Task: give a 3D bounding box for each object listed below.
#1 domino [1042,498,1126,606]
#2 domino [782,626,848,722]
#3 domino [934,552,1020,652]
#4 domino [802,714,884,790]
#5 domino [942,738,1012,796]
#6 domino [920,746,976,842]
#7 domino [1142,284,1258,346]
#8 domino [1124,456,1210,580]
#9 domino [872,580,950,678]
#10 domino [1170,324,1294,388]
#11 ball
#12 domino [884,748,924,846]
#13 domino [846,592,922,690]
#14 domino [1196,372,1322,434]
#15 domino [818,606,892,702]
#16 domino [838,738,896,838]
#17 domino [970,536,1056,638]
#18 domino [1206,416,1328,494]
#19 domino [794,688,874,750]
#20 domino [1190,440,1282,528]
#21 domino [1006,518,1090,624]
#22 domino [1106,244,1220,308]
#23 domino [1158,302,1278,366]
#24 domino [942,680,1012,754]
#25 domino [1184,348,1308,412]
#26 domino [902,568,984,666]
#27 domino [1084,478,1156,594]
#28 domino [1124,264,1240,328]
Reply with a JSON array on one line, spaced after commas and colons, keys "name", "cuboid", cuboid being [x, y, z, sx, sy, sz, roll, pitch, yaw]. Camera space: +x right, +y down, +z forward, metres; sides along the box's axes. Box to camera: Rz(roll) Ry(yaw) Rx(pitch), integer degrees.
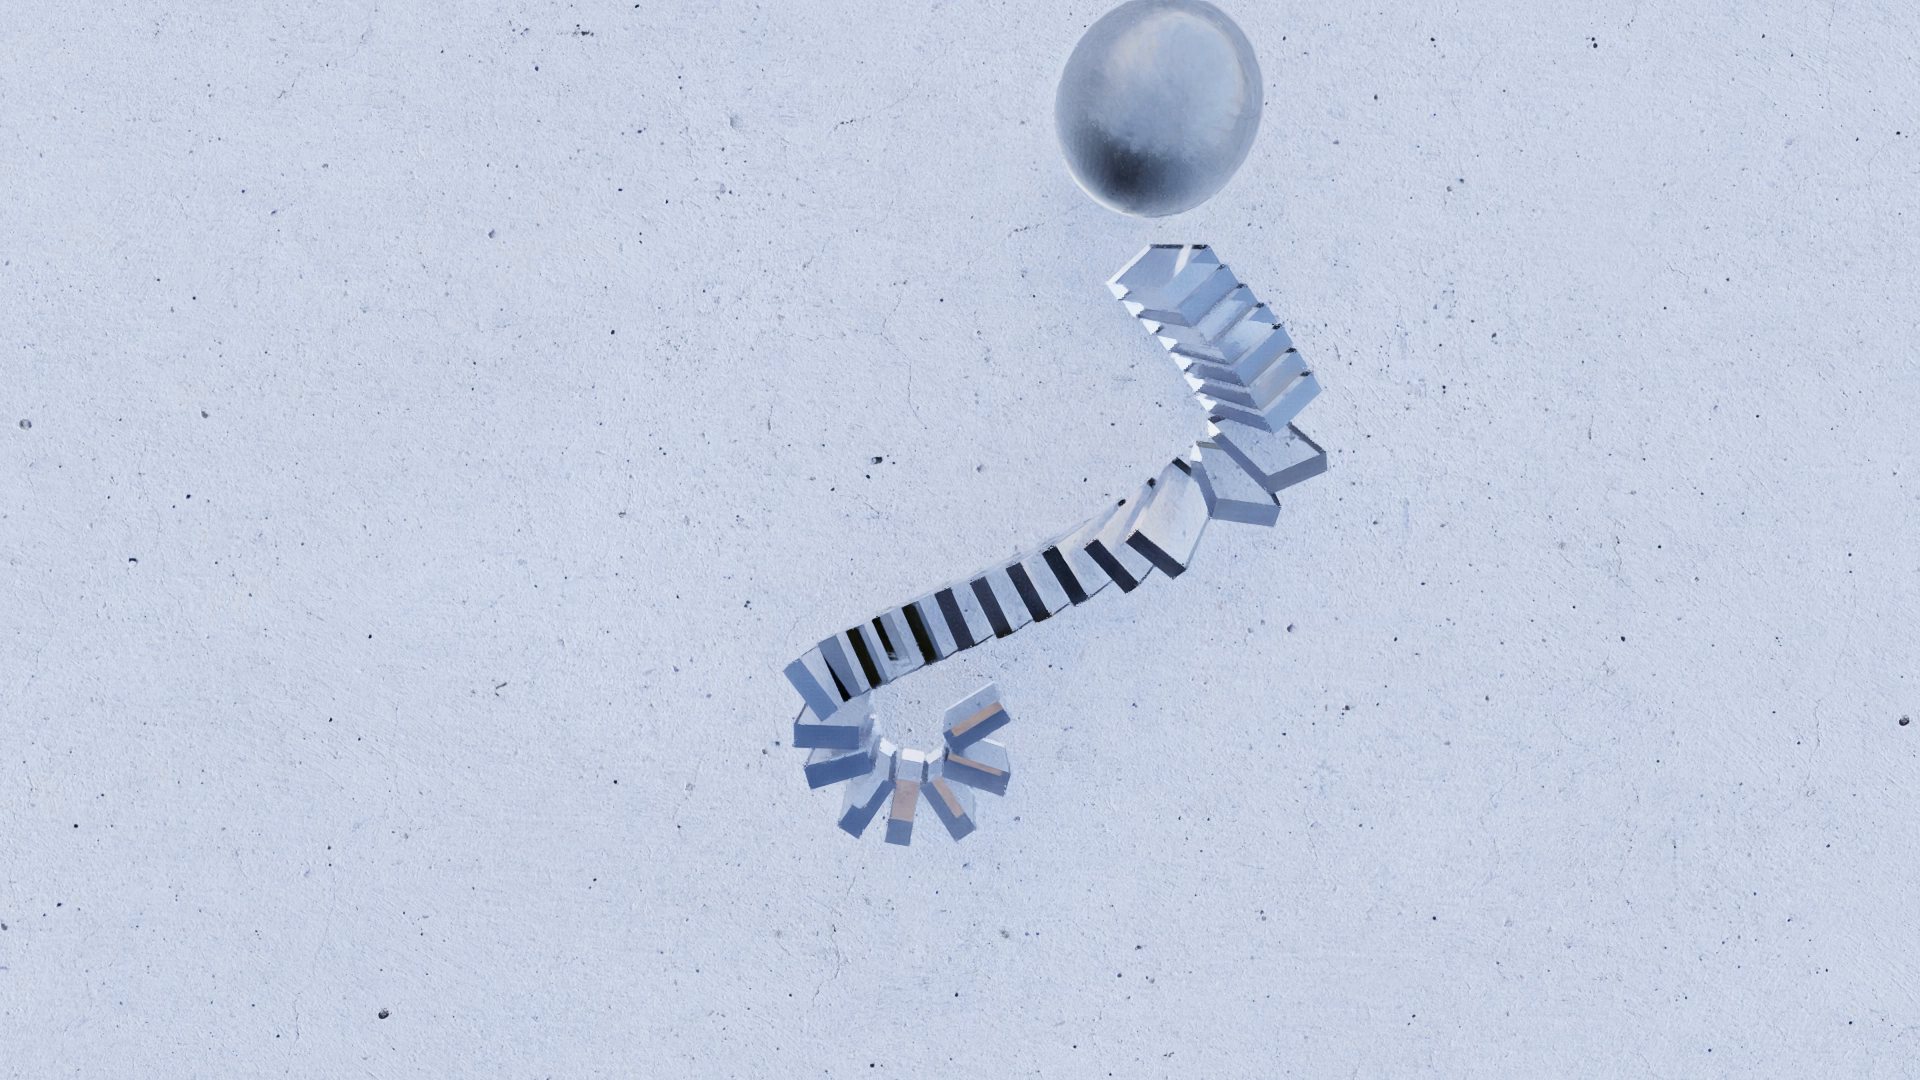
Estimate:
[{"name": "domino", "cuboid": [0.058, 0.004, 0.380, 0.050, 0.010, 0.025, -32, 90, -40]}, {"name": "domino", "cuboid": [-0.050, 0.053, 0.374, 0.009, 0.050, 0.025, -39, 87, 19]}, {"name": "domino", "cuboid": [0.013, 0.025, 0.378, 0.010, 0.050, 0.025, -24, 90, 41]}, {"name": "domino", "cuboid": [-0.047, 0.085, 0.375, 0.025, 0.050, 0.009, -16, 95, 1]}, {"name": "domino", "cuboid": [0.006, 0.090, 0.375, 0.025, 0.050, 0.009, 18, 90, 0]}, {"name": "domino", "cuboid": [-0.005, 0.103, 0.375, 0.010, 0.050, 0.025, -34, 90, 0]}, {"name": "domino", "cuboid": [0.097, -0.094, 0.375, 0.025, 0.050, 0.009, -43, 114, 0]}, {"name": "domino", "cuboid": [0.089, -0.010, 0.380, 0.025, 0.009, 0.050, 38, 51, -3]}, {"name": "domino", "cuboid": [-0.014, 0.036, 0.376, 0.009, 0.050, 0.025, -24, 90, 30]}, {"name": "domino", "cuboid": [0.110, -0.078, 0.375, 0.025, 0.050, 0.009, -43, 114, 0]}, {"name": "ball", "cuboid": [0.077, -0.168, 0.360, 0.080, 0.080, 0.080, 0, 90, 0]}, {"name": "domino", "cuboid": [-0.022, 0.104, 0.375, 0.009, 0.050, 0.025, 10, 90, 0]}, {"name": "domino", "cuboid": [-0.024, 0.040, 0.376, 0.010, 0.050, 0.025, -24, 90, 30]}, {"name": "domino", "cuboid": [0.121, -0.060, 0.375, 0.025, 0.050, 0.009, -43, 114, 0]}, {"name": "domino", "cuboid": [-0.037, 0.045, 0.375, 0.010, 0.050, 0.025, -24, 90, 23]}, {"name": "domino", "cuboid": [-0.037, 0.100, 0.374, 0.010, 0.050, 0.025, 34, 92, -5]}, {"name": "domino", "cuboid": [0.028, 0.019, 0.379, 0.010, 0.050, 0.025, -27, 90, 45]}, {"name": "domino", "cuboid": [0.125, -0.040, 0.377, 0.025, 0.050, 0.010, -22, 127, -2]}, {"name": "domino", "cuboid": [-0.050, 0.071, 0.374, 0.025, 0.050, 0.009, 2, 100, 1]}, {"name": "domino", "cuboid": [0.112, -0.024, 0.376, 0.025, 0.050, 0.009, 7, 122, -2]}, {"name": "domino", "cuboid": [0.043, 0.012, 0.380, 0.050, 0.009, 0.025, -29, 90, -42]}, {"name": "domino", "cuboid": [0.082, -0.109, 0.375, 0.025, 0.050, 0.010, -43, 114, 0]}, {"name": "domino", "cuboid": [0.104, -0.086, 0.375, 0.025, 0.050, 0.009, -43, 114, 0]}, {"name": "domino", "cuboid": [0.006, 0.072, 0.375, 0.025, 0.050, 0.009, -31, 90, 0]}, {"name": "domino", "cuboid": [0.116, -0.069, 0.375, 0.025, 0.050, 0.010, -43, 114, 0]}, {"name": "domino", "cuboid": [-0.002, 0.030, 0.377, 0.009, 0.050, 0.025, -24, 90, 35]}, {"name": "domino", "cuboid": [0.075, -0.003, 0.381, 0.025, 0.010, 0.050, 47, 51, 0]}, {"name": "domino", "cuboid": [0.089, -0.101, 0.375, 0.025, 0.050, 0.009, -43, 114, 0]}]
